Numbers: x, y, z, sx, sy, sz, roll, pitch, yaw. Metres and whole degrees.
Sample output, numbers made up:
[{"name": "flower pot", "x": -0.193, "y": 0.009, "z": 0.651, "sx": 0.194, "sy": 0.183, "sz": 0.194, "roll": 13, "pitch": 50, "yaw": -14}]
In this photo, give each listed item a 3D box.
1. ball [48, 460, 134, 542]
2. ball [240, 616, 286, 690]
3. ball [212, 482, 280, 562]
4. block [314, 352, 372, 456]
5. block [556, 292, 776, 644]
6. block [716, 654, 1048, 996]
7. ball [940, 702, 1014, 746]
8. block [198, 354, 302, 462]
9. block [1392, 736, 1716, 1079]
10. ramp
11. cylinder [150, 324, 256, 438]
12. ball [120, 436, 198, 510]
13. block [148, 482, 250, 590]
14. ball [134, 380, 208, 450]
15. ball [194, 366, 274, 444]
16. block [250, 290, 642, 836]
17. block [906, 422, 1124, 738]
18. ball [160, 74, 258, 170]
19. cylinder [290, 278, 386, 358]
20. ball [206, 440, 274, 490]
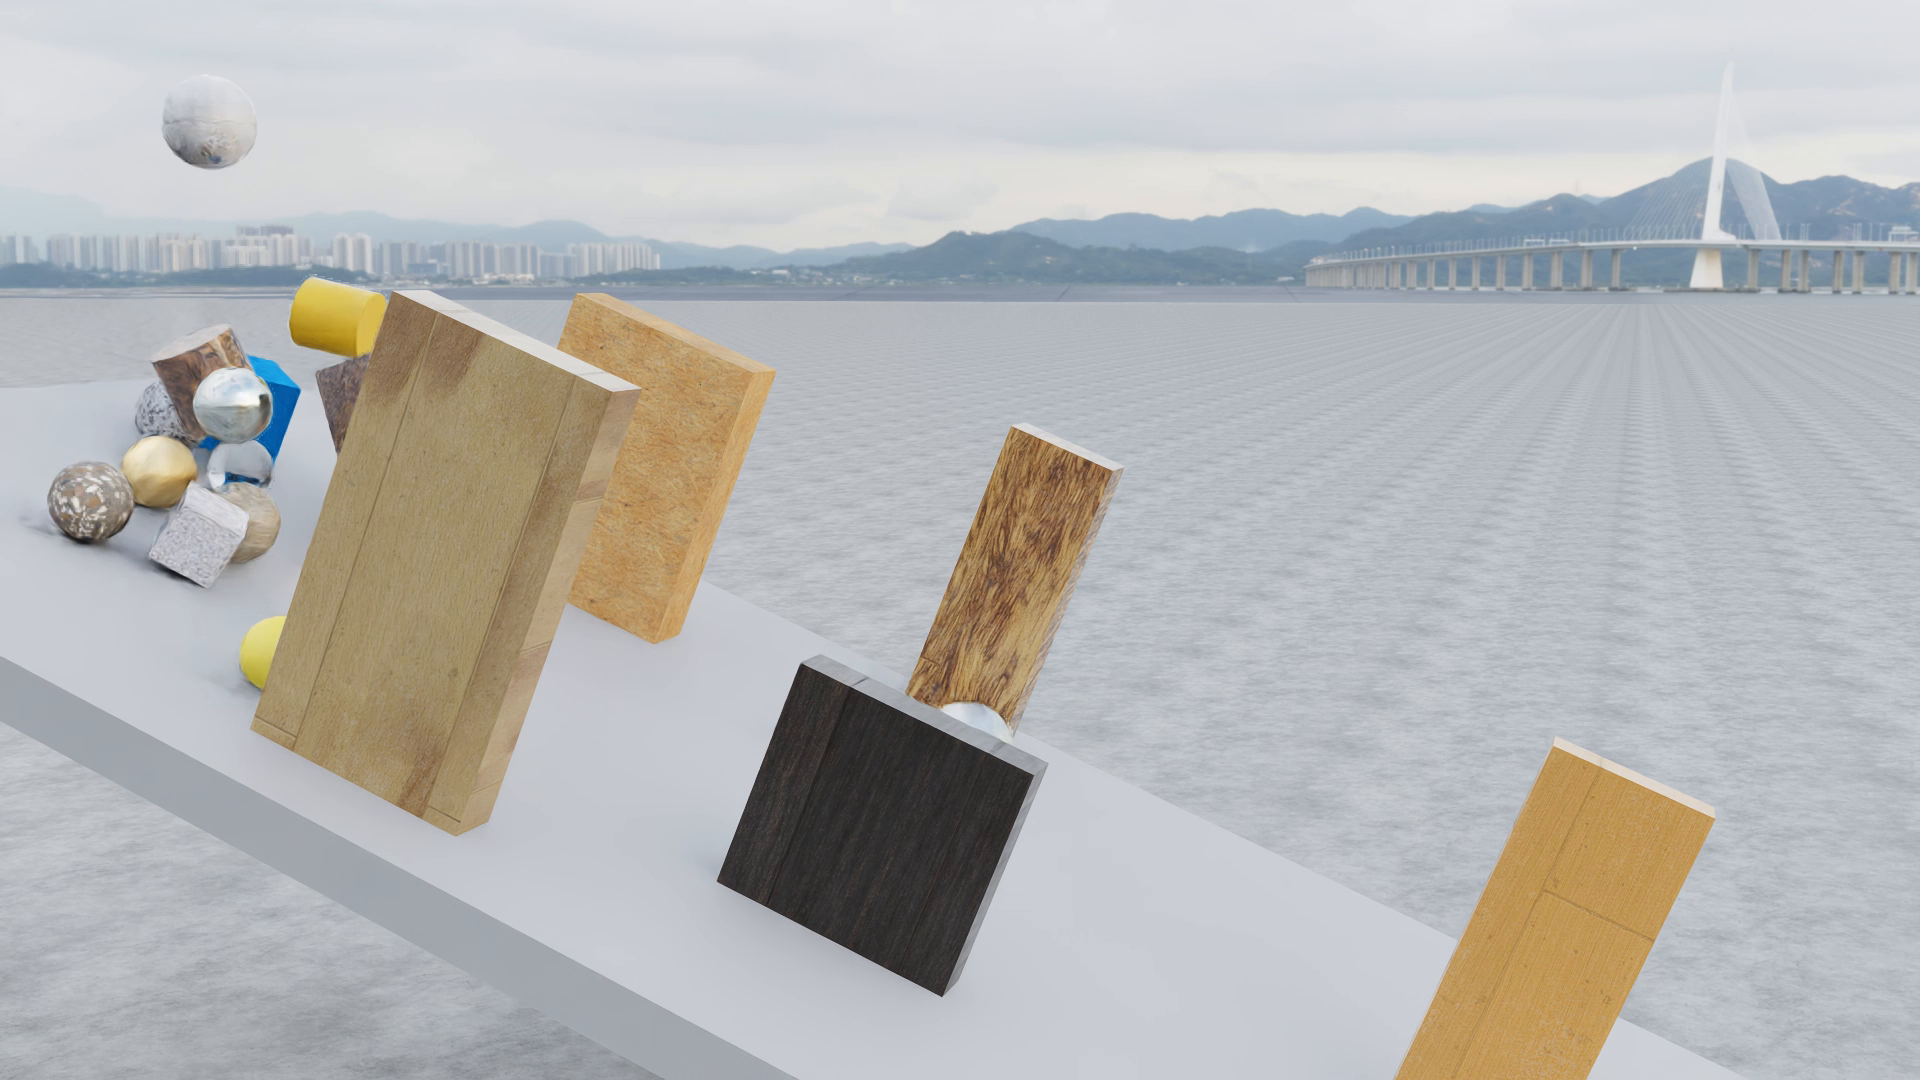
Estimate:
[{"name": "ball", "x": -1.598, "y": -0.072, "z": 4.045, "sx": 0.150, "sy": 0.150, "sz": 0.150, "roll": 0, "pitch": 7, "yaw": 0}, {"name": "ball", "x": -1.152, "y": 0.194, "z": 3.723, "sx": 0.130, "sy": 0.130, "sz": 0.130, "roll": 0, "pitch": 7, "yaw": 0}, {"name": "ball", "x": -1.386, "y": -0.035, "z": 4.225, "sx": 0.154, "sy": 0.154, "sz": 0.154, "roll": 0, "pitch": 7, "yaw": 0}, {"name": "block", "x": -1.123, "y": -0.273, "z": 4.373, "sx": 0.194, "sy": 0.194, "sz": 0.194, "roll": -11, "pitch": 5, "yaw": 41}, {"name": "block", "x": -0.716, "y": -0.158, "z": 4.749, "sx": 0.436, "sy": 0.629, "sz": 0.133, "roll": 25, "pitch": 13, "yaw": 13}, {"name": "block", "x": -0.131, "y": 0.467, "z": 3.629, "sx": 0.427, "sy": 0.410, "sz": 0.091, "roll": 25, "pitch": 13, "yaw": 13}, {"name": "ball", "x": 0.012, "y": 0.428, "z": 4.512, "sx": 0.195, "sy": 0.195, "sz": 0.195, "roll": 0, "pitch": 7, "yaw": 0}, {"name": "block", "x": -1.610, "y": -0.304, "z": 4.892, "sx": 0.181, "sy": 0.181, "sz": 0.181, "roll": 14, "pitch": 15, "yaw": -41}, {"name": "block", "x": 0.994, "y": 0.718, "z": 3.742, "sx": 0.280, "sy": 0.715, "sz": 0.083, "roll": 25, "pitch": 13, "yaw": 13}, {"name": "ramp", "x": -0.306, "y": 0.542, "z": 4.194, "sx": 4.000, "sy": 0.100, "sz": 2.000, "roll": 25, "pitch": 13, "yaw": 13}, {"name": "cylinder", "x": -1.552, "y": -0.331, "z": 4.551, "sx": 0.176, "sy": 0.176, "sz": 0.176, "roll": -18, "pitch": 22, "yaw": 8}, {"name": "ball", "x": -1.581, "y": -0.133, "z": 4.338, "sx": 0.144, "sy": 0.144, "sz": 0.144, "roll": 0, "pitch": 7, "yaw": 0}, {"name": "block", "x": -1.409, "y": -0.010, "z": 4.079, "sx": 0.122, "sy": 0.122, "sz": 0.122, "roll": 33, "pitch": 12, "yaw": -22}, {"name": "ball", "x": -1.675, "y": -0.265, "z": 4.689, "sx": 0.160, "sy": 0.160, "sz": 0.160, "roll": 0, "pitch": 7, "yaw": 0}, {"name": "ball", "x": -1.407, "y": -0.261, "z": 4.261, "sx": 0.148, "sy": 0.148, "sz": 0.148, "roll": 0, "pitch": 7, "yaw": 0}, {"name": "block", "x": -0.820, "y": 0.036, "z": 3.480, "sx": 0.399, "sy": 0.762, "sz": 0.105, "roll": 25, "pitch": 13, "yaw": 13}, {"name": "block", "x": 0.116, "y": 0.103, "z": 4.915, "sx": 0.247, "sy": 0.682, "sz": 0.117, "roll": 25, "pitch": 13, "yaw": 13}, {"name": "ball", "x": -1.615, "y": -0.898, "z": 4.733, "sx": 0.201, "sy": 0.201, "sz": 0.201, "roll": 0, "pitch": 7, "yaw": 0}, {"name": "cylinder", "x": -1.289, "y": -0.458, "z": 4.565, "sx": 0.146, "sy": 0.146, "sz": 0.146, "roll": 14, "pitch": 9, "yaw": 6}, {"name": "ball", "x": -1.493, "y": -0.147, "z": 4.561, "sx": 0.134, "sy": 0.134, "sz": 0.134, "roll": 0, "pitch": 7, "yaw": 0}]
